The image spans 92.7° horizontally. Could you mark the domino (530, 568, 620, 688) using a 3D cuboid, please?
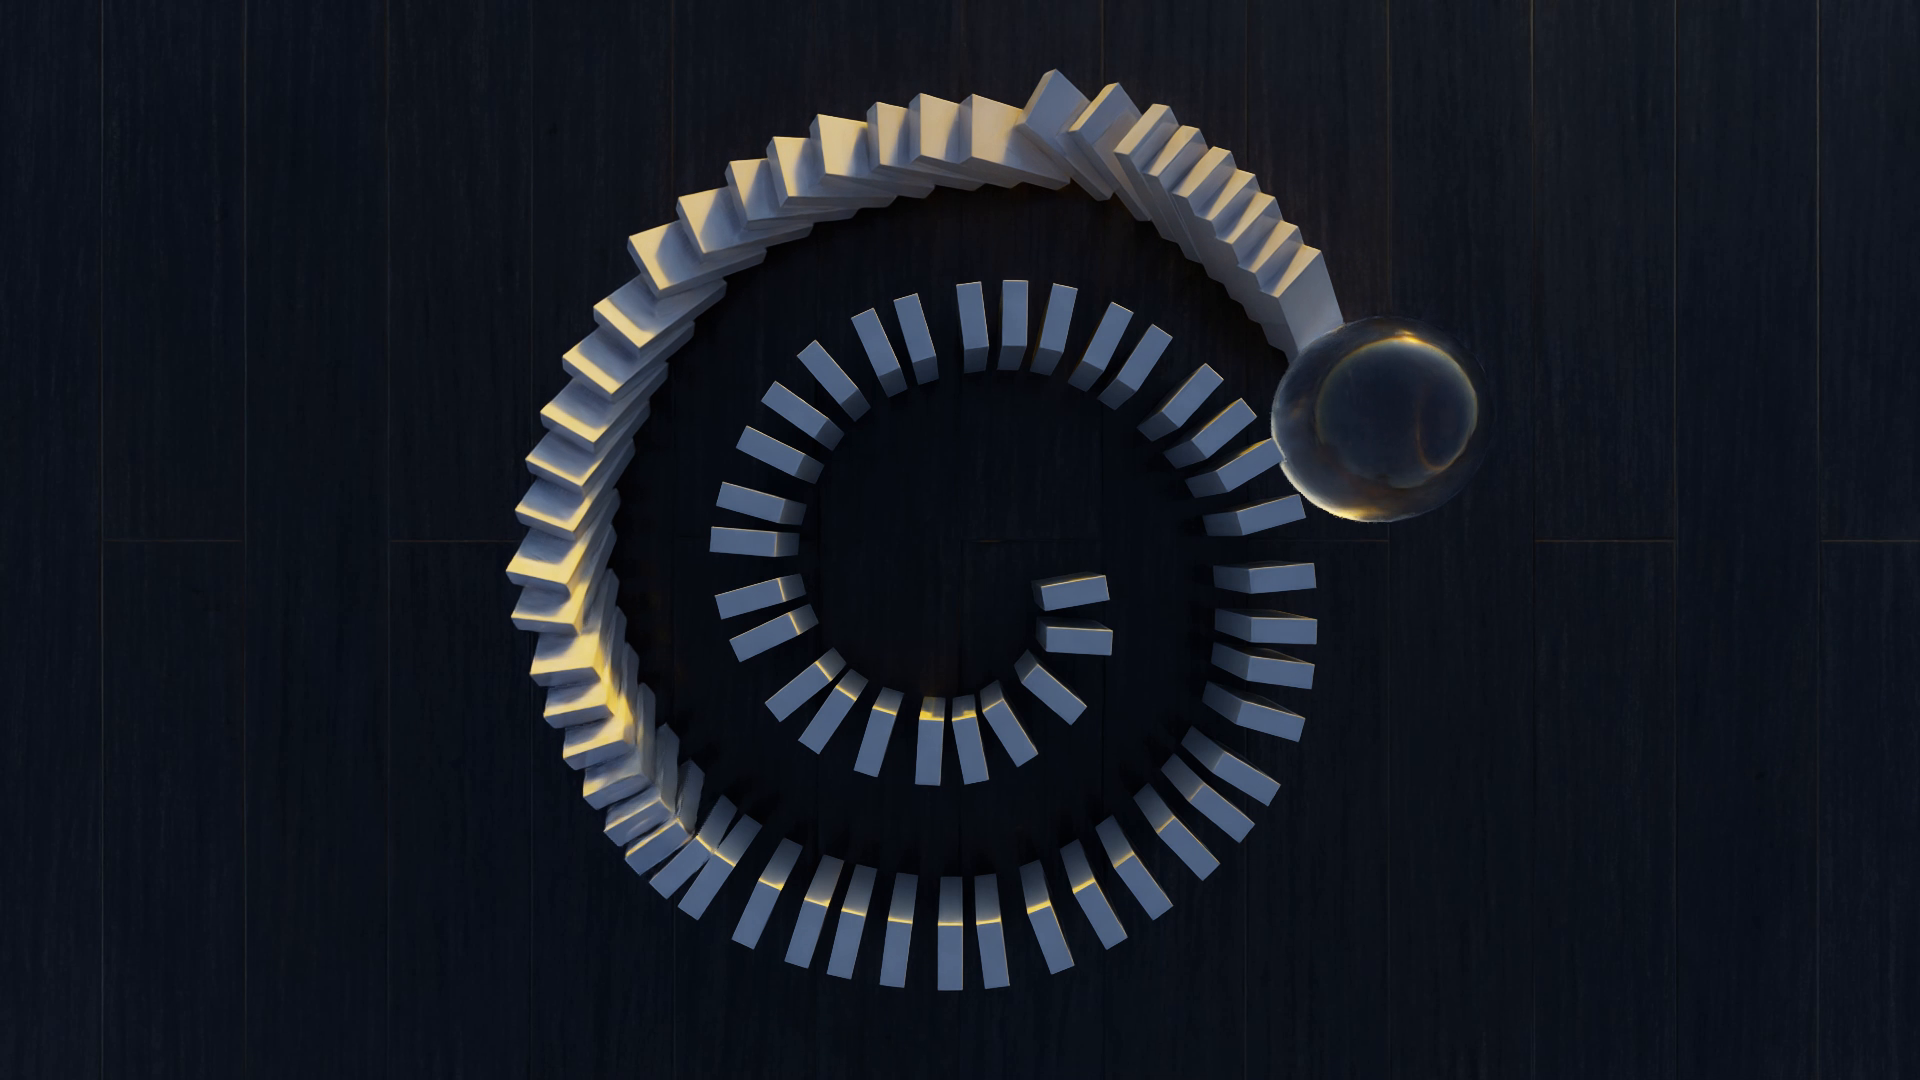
[{"bbox_3d":[-0.159,0.036,0.380,0.025,0.009,0.050,-7,50,0],"label":"domino"}]

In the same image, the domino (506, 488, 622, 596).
[{"bbox_3d":[-0.164,-0.002,0.381,0.025,0.010,0.050,12,54,1],"label":"domino"}]

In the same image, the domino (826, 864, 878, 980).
[{"bbox_3d":[-0.043,0.155,0.375,0.010,0.050,0.025,13,90,0],"label":"domino"}]

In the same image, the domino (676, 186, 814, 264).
[{"bbox_3d":[-0.090,-0.135,0.385,0.050,0.010,0.025,-24,90,-25],"label":"domino"}]

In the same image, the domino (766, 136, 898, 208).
[{"bbox_3d":[-0.053,-0.153,0.382,0.050,0.009,0.025,-13,88,-31],"label":"domino"}]

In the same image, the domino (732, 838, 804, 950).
[{"bbox_3d":[-0.078,0.143,0.375,0.009,0.050,0.025,25,90,0],"label":"domino"}]

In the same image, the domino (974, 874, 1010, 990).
[{"bbox_3d":[0.013,0.159,0.375,0.010,0.050,0.025,-8,90,0],"label":"domino"}]

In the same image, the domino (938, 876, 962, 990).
[{"bbox_3d":[-0.004,0.160,0.375,0.010,0.050,0.025,0,90,0],"label":"domino"}]

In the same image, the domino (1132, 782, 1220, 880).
[{"bbox_3d":[0.087,0.118,0.375,0.010,0.050,0.025,-44,90,0],"label":"domino"}]

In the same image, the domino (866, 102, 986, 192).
[{"bbox_3d":[-0.014,-0.164,0.383,0.050,0.010,0.025,-3,90,-31],"label":"domino"}]

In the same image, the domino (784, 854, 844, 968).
[{"bbox_3d":[-0.059,0.150,0.375,0.010,0.050,0.025,18,90,0],"label":"domino"}]

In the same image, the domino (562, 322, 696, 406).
[{"bbox_3d":[-0.138,-0.081,0.383,0.025,0.010,0.050,37,60,0],"label":"domino"}]

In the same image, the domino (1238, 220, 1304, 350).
[{"bbox_3d":[0.133,-0.104,0.379,0.025,0.050,0.009,-47,47,0],"label":"domino"}]

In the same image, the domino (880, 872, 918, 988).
[{"bbox_3d":[-0.024,0.158,0.375,0.010,0.050,0.025,7,90,0],"label":"domino"}]

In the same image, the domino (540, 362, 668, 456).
[{"bbox_3d":[-0.147,-0.061,0.383,0.025,0.009,0.050,30,59,1],"label":"domino"}]

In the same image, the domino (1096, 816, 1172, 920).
[{"bbox_3d":[0.070,0.133,0.375,0.009,0.050,0.025,-37,90,0],"label":"domino"}]

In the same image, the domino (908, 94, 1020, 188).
[{"bbox_3d":[0.003,-0.166,0.382,0.050,0.010,0.025,0,88,-31],"label":"domino"}]

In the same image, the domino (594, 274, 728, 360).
[{"bbox_3d":[-0.125,-0.100,0.384,0.025,0.010,0.050,42,62,0],"label":"domino"}]

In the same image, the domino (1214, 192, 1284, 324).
[{"bbox_3d":[0.124,-0.115,0.377,0.025,0.050,0.009,-47,47,0],"label":"domino"}]

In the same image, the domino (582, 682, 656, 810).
[{"bbox_3d":[-0.140,0.084,0.378,0.025,0.050,0.009,-23,129,0],"label":"domino"}]

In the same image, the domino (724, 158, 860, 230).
[{"bbox_3d":[-0.070,-0.146,0.384,0.050,0.010,0.025,-17,90,-27],"label":"domino"}]

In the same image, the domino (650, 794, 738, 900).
[{"bbox_3d":[-0.108,0.124,0.375,0.025,0.050,0.010,-44,95,0],"label":"domino"}]

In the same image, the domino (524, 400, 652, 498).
[{"bbox_3d":[-0.154,-0.044,0.383,0.025,0.009,0.050,26,58,0],"label":"domino"}]

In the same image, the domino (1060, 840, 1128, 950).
[{"bbox_3d":[0.054,0.143,0.375,0.010,0.050,0.025,-30,90,0],"label":"domino"}]

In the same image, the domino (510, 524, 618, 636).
[{"bbox_3d":[-0.164,0.015,0.382,0.025,0.010,0.050,6,54,0],"label":"domino"}]

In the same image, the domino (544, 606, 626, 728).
[{"bbox_3d":[-0.155,0.052,0.380,0.025,0.009,0.050,-12,48,0],"label":"domino"}]

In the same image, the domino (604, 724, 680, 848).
[{"bbox_3d":[-0.130,0.099,0.376,0.025,0.050,0.010,-30,118,0],"label":"domino"}]

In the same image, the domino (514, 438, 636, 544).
[{"bbox_3d":[-0.160,-0.025,0.383,0.025,0.009,0.050,20,58,0],"label":"domino"}]

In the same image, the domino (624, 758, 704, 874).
[{"bbox_3d":[-0.120,0.112,0.375,0.025,0.050,0.009,-35,108,0],"label":"domino"}]

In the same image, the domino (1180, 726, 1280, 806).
[{"bbox_3d":[0.109,0.091,0.375,0.025,0.050,0.009,31,90,0],"label":"domino"}]

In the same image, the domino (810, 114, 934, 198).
[{"bbox_3d":[-0.036,-0.159,0.382,0.050,0.010,0.025,-5,84,-31],"label":"domino"}]

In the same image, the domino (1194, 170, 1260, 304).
[{"bbox_3d":[0.116,-0.124,0.379,0.025,0.050,0.009,-47,47,0],"label":"domino"}]

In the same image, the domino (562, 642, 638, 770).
[{"bbox_3d":[-0.148,0.068,0.379,0.025,0.009,0.050,-18,45,0],"label":"domino"}]

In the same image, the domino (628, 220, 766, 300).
[{"bbox_3d":[-0.110,-0.122,0.385,0.050,0.009,0.025,-30,90,-26],"label":"domino"}]

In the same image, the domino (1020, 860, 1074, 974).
[{"bbox_3d":[0.035,0.153,0.375,0.010,0.050,0.025,-21,90,0],"label":"domino"}]

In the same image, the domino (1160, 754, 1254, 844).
[{"bbox_3d":[0.100,0.104,0.375,0.025,0.050,0.009,39,90,0],"label":"domino"}]

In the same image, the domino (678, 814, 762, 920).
[{"bbox_3d":[-0.097,0.132,0.375,0.009,0.050,0.025,34,90,0],"label":"domino"}]

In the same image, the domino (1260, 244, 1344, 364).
[{"bbox_3d":[0.143,-0.094,0.379,0.025,0.050,0.010,-47,46,0],"label":"domino"}]
